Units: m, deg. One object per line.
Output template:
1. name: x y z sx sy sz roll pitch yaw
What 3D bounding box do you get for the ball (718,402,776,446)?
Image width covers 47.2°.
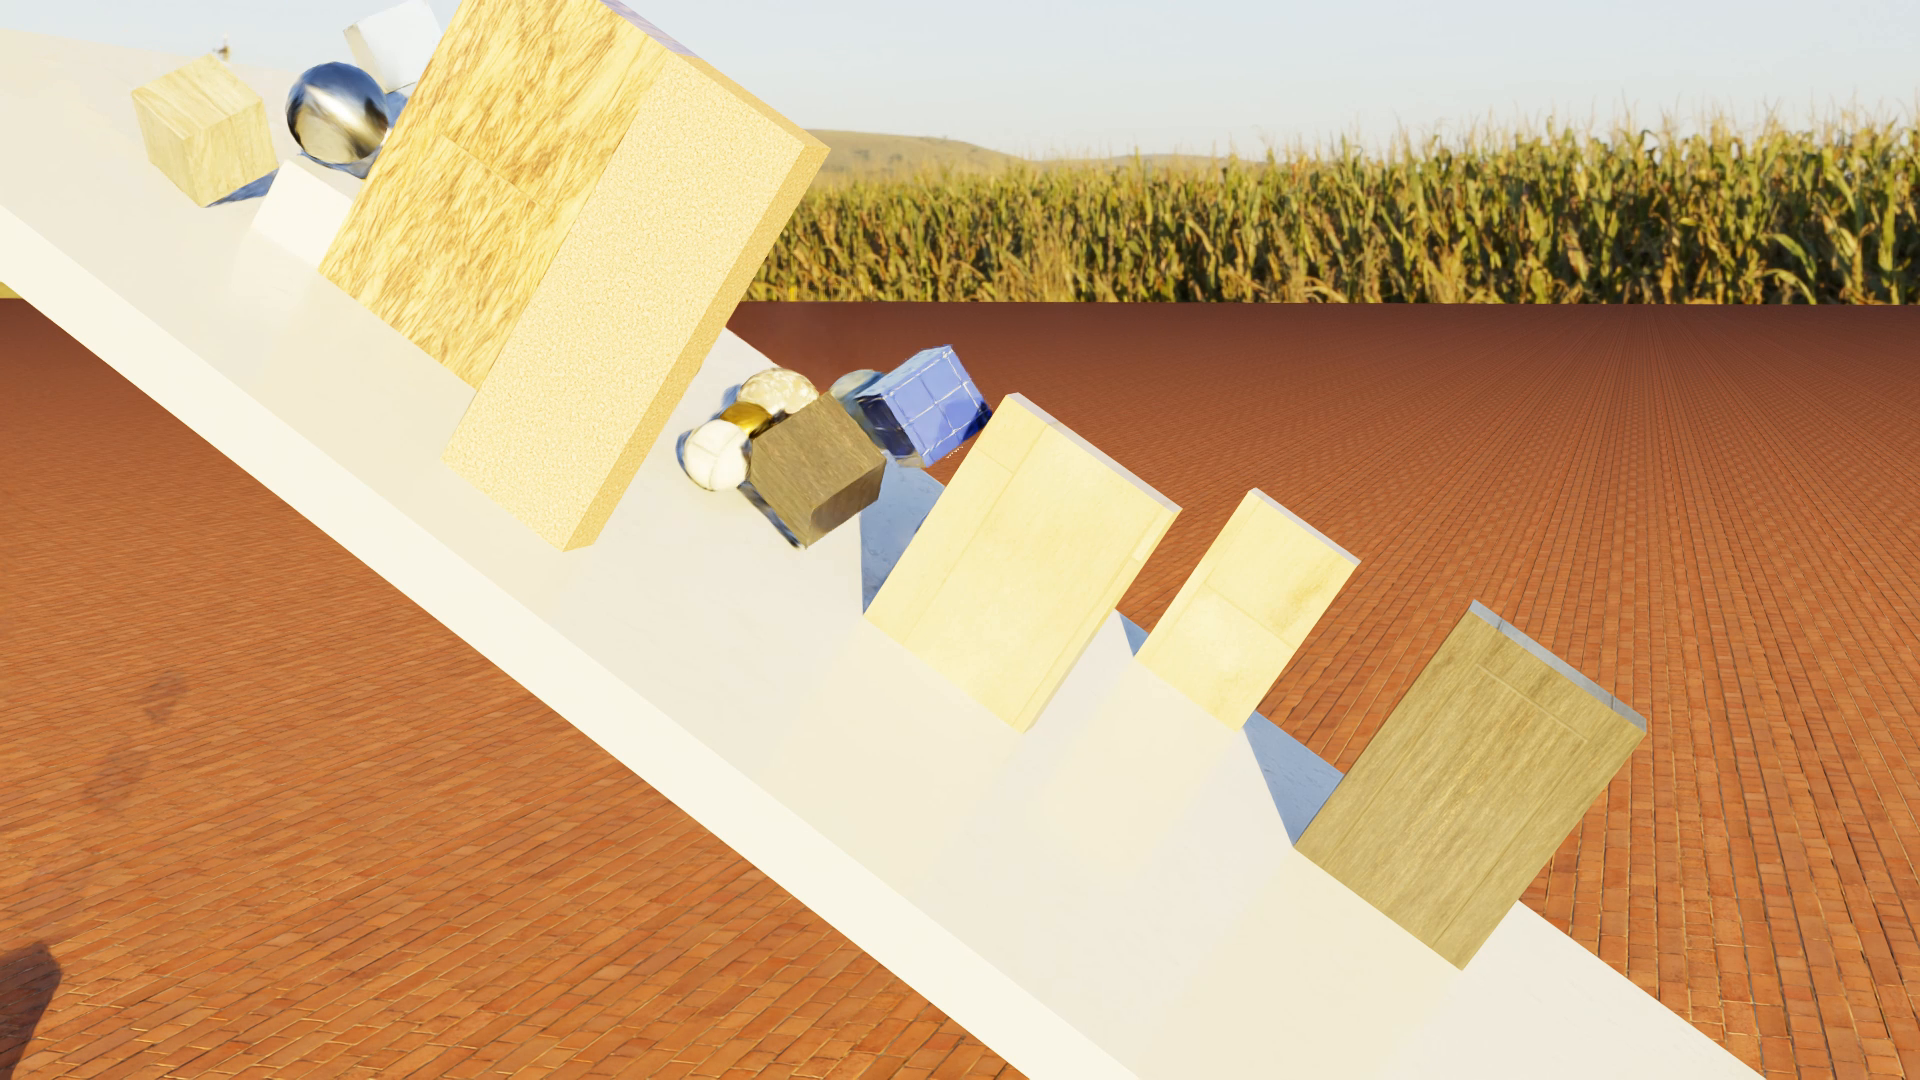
1. ball: -0.422 -0.211 4.331 0.123 0.123 0.123 0 7 0

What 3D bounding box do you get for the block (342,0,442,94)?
1. block: -1.157 -1.015 4.536 0.151 0.151 0.151 -29 17 -22

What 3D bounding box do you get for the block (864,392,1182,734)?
1. block: 0.108 0.042 3.925 0.360 0.487 0.081 36 15 10

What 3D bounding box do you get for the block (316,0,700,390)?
1. block: -0.792 -0.653 3.864 0.393 0.689 0.128 36 15 10

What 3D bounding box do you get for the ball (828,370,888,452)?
1. ball: -0.191 -0.256 4.425 0.173 0.173 0.173 0 7 0

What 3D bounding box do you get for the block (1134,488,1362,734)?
1. block: 0.612 0.150 4.697 0.273 0.443 0.084 36 15 10

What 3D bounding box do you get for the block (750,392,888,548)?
1. block: -0.258 -0.126 3.975 0.169 0.169 0.169 -35 -15 -21

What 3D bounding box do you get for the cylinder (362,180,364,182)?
1. cylinder: -1.106 -0.597 4.145 0.120 0.120 0.120 40 25 23

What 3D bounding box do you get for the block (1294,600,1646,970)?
1. block: 0.968 0.465 4.192 0.389 0.574 0.142 36 15 10

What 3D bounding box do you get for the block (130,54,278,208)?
1. block: -1.329 -0.721 3.873 0.160 0.160 0.160 40 59 23

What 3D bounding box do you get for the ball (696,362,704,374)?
1. ball: -0.595 -0.386 4.453 0.159 0.159 0.159 0 7 0

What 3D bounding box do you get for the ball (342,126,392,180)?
1. ball: -1.208 -0.794 4.528 0.130 0.130 0.130 0 7 0

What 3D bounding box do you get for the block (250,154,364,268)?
1. block: -1.164 -0.598 3.986 0.142 0.142 0.142 33 15 -2

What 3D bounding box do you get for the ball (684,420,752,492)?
1. ball: -0.449 -0.157 4.092 0.132 0.132 0.132 0 7 0

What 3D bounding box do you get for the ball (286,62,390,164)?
1. ball: -1.113 -0.763 3.934 0.180 0.180 0.180 0 7 0

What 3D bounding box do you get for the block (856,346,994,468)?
1. block: -0.065 -0.243 4.054 0.159 0.159 0.159 -36 13 -15

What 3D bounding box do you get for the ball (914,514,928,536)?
1. ball: -0.025 0.005 4.436 0.140 0.140 0.140 0 7 0

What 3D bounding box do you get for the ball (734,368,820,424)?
1. ball: -0.369 -0.258 4.467 0.183 0.183 0.183 0 7 0

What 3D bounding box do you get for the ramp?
1. ramp: -0.119 0.202 4.095 4.000 0.100 2.000 36 15 10

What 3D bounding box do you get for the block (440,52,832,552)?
1. block: -0.511 -0.362 3.419 0.254 0.747 0.111 36 15 10

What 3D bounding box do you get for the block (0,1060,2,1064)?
1. block: -2.206 1.192 4.811 0.130 0.130 0.130 18 12 17
